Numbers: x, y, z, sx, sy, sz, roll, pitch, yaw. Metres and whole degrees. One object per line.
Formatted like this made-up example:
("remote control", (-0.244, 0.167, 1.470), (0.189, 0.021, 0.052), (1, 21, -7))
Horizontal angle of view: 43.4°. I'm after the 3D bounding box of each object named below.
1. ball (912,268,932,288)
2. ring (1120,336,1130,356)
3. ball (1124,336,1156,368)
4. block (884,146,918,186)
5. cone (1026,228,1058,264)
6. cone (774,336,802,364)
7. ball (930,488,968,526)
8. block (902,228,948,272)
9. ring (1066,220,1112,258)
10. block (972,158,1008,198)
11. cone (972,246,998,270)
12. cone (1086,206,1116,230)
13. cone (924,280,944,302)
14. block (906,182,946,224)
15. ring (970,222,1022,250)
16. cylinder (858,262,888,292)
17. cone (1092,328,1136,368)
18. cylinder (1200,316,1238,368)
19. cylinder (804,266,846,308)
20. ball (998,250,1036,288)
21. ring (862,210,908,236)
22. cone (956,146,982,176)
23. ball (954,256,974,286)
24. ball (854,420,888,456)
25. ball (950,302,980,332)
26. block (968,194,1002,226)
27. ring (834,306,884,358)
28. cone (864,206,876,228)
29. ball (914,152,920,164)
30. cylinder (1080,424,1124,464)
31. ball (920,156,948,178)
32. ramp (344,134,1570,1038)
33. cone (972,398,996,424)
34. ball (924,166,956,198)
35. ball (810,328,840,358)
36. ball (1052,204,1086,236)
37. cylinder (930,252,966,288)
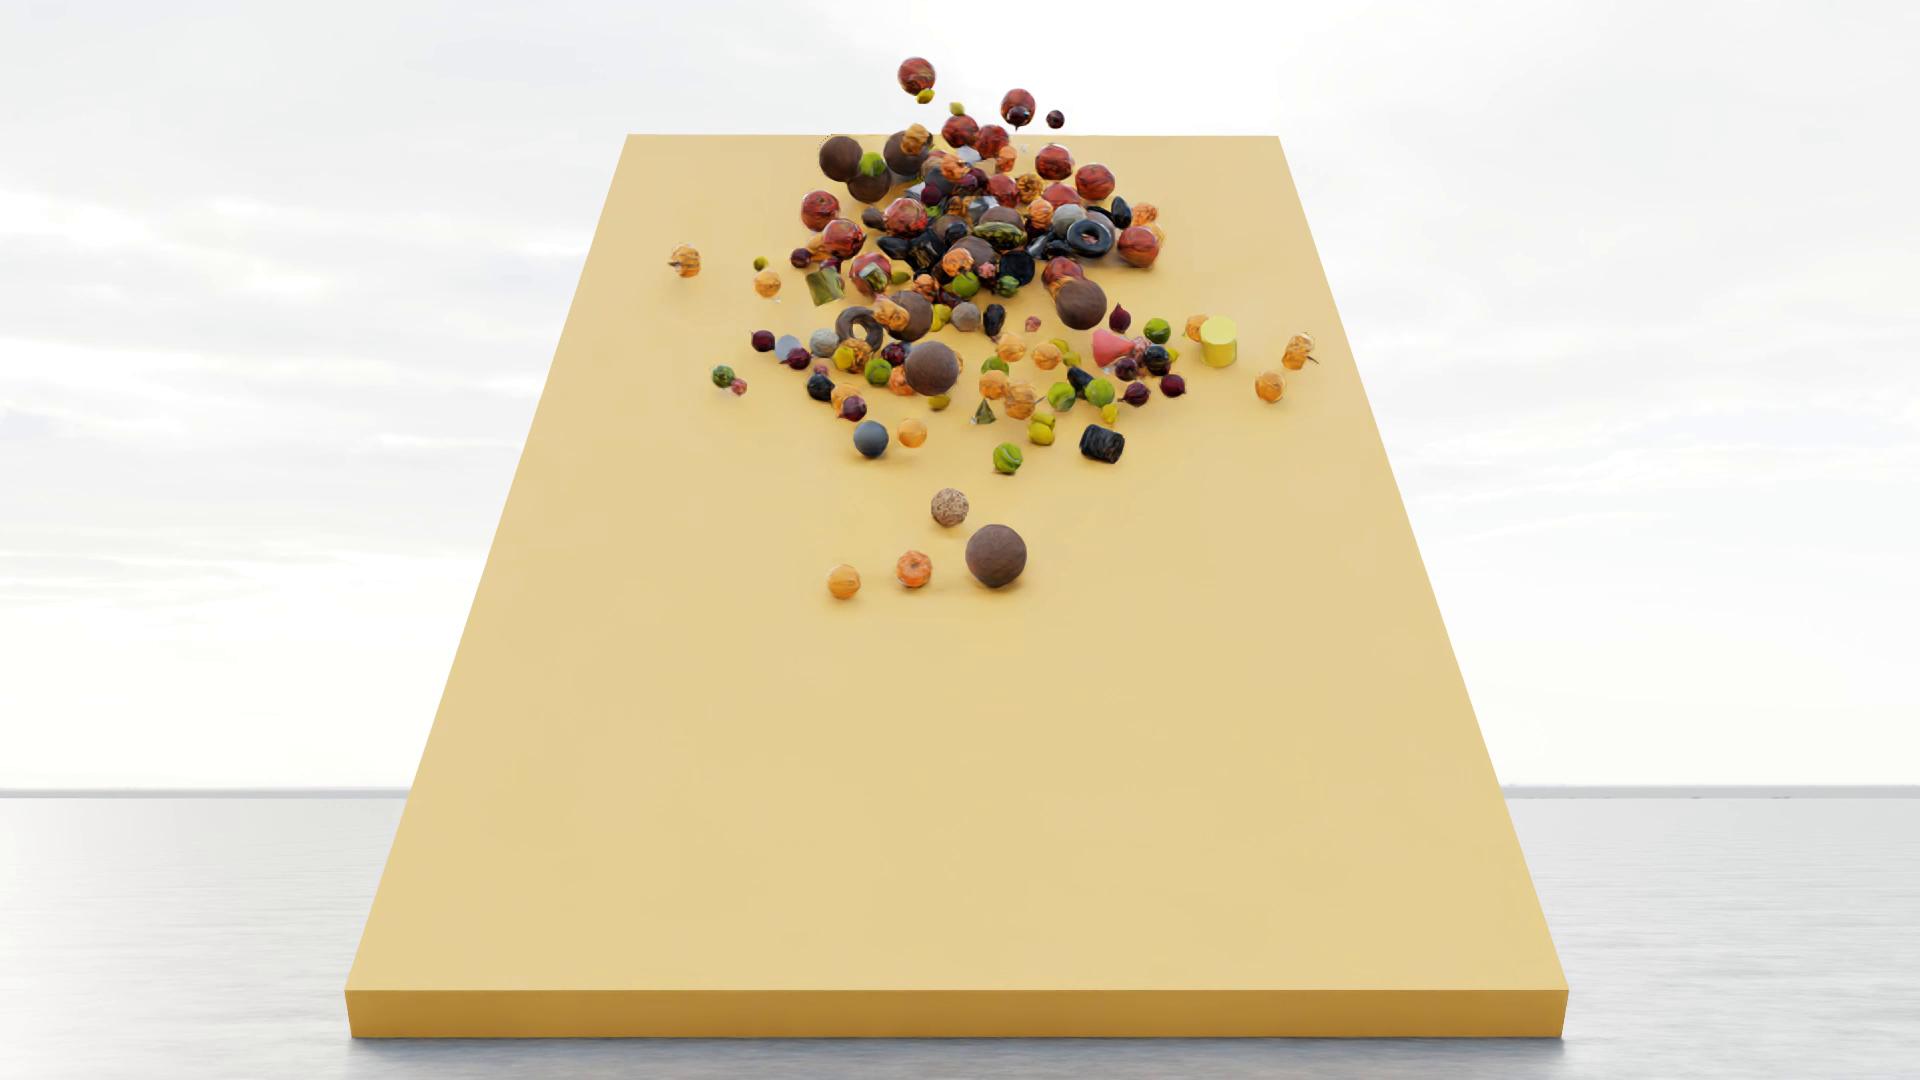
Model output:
("ball", (-0.099, -0.693, 6.387), (0.052, 0.052, 0.052), (0, -6, 0))
("ring", (0.397, -0.488, 6.055), (0.083, 0.028, 0.083), (4, 30, -2))
("ball", (0.445, -0.465, 5.963), (0.075, 0.075, 0.075), (0, -6, 0))
("block", (-0.171, -1.091, 7.031), (0.076, 0.076, 0.076), (-15, 31, 13))
("cone", (0.238, -0.802, 6.441), (0.095, 0.095, 0.095), (23, 25, -11))
("cone", (-0.441, -0.472, 6.016), (0.074, 0.074, 0.074), (3, -1, -26))
("ball", (-0.023, -0.072, 5.266), (0.083, 0.083, 0.083), (0, -6, 0))
("block", (-0.093, -0.763, 6.413), (0.080, 0.080, 0.080), (-24, -57, 28))
("ring", (0.322, -0.751, 6.024), (0.117, 0.117, 0.039), (1, -35, -12))
("block", (0.085, -1.037, 6.931), (0.078, 0.078, 0.078), (-16, -42, -1))
("cone", (0.080, -0.743, 6.414), (0.068, 0.068, 0.068), (6, 15, -47))
("cone", (0.372, -0.856, 6.633), (0.092, 0.092, 0.092), (22, -15, 6))
("cone", (-0.076, -0.645, 6.322), (0.052, 0.052, 0.052), (14, -22, 6))
("block", (-0.096, -0.955, 6.819), (0.081, 0.081, 0.081), (23, 37, 34))
("ring", (0.096, -0.797, 6.336), (0.140, 0.047, 0.140), (4, -10, 1))
("cylinder", (-0.215, -0.655, 6.016), (0.053, 0.053, 0.053), (-6, -46, 46))
("cone", (0.391, -0.477, 5.938), (0.098, 0.098, 0.098), (-3, -6, 28))
("cylinder", (0.640, -0.489, 5.966), (0.090, 0.090, 0.090), (-1, -35, 5))
("cylinder", (-0.336, -0.630, 6.000), (0.081, 0.081, 0.081), (-19, 3, 1))
("ball", (0.151, -0.720, 6.388), (0.099, 0.099, 0.099), (0, -6, 0))
("ring", (-0.206, -0.872, 6.634), (0.137, 0.046, 0.137), (20, 5, -2))
("cone", (0.007, -1.074, 6.945), (0.085, 0.085, 0.085), (23, -37, 19))
("ball", (-0.004, -0.714, 6.398), (0.079, 0.079, 0.079), (0, -6, 0))
("ball", (-0.205, -0.234, 5.551), (0.082, 0.082, 0.082), (0, -6, 0))
("ball", (0.015, -0.567, 6.142), (0.077, 0.077, 0.077), (0, -6, 0))
("block", (0.069, -0.914, 6.710), (0.064, 0.064, 0.064), (-13, 27, 25))
("ring", (-0.252, -0.520, 6.020), (0.134, 0.134, 0.045), (3, -14, -28))
("cone", (-0.242, -0.912, 6.726), (0.059, 0.059, 0.059), (-2, -33, -1))
("ball", (-0.143, -1.126, 7.147), (0.051, 0.051, 0.051), (0, -6, 0))
("cylinder", (0.326, -0.220, 5.538), (0.073, 0.073, 0.073), (21, 6, 32))
("ball", (-0.072, -1.047, 6.831), (0.079, 0.079, 0.079), (0, -6, 0))
("ramp", (-0.013, -0.212, 5.698), (2.000, 0.100, 4.000), (0, 30, 0))
("cone", (0.058, -0.313, 5.717), (0.056, 0.056, 0.056), (0, 30, 0))
("ball", (-0.056, -0.998, 6.726), (0.087, 0.087, 0.087), (0, -6, 0))
("ball", (-0.336, -0.487, 5.967), (0.076, 0.076, 0.076), (0, -6, 0))
("ball", (0.283, -0.827, 6.239), (0.086, 0.086, 0.086), (0, -6, 0))
("cylinder", (-0.032, -0.708, 6.317), (0.067, 0.067, 0.067), (3, -24, -28))
